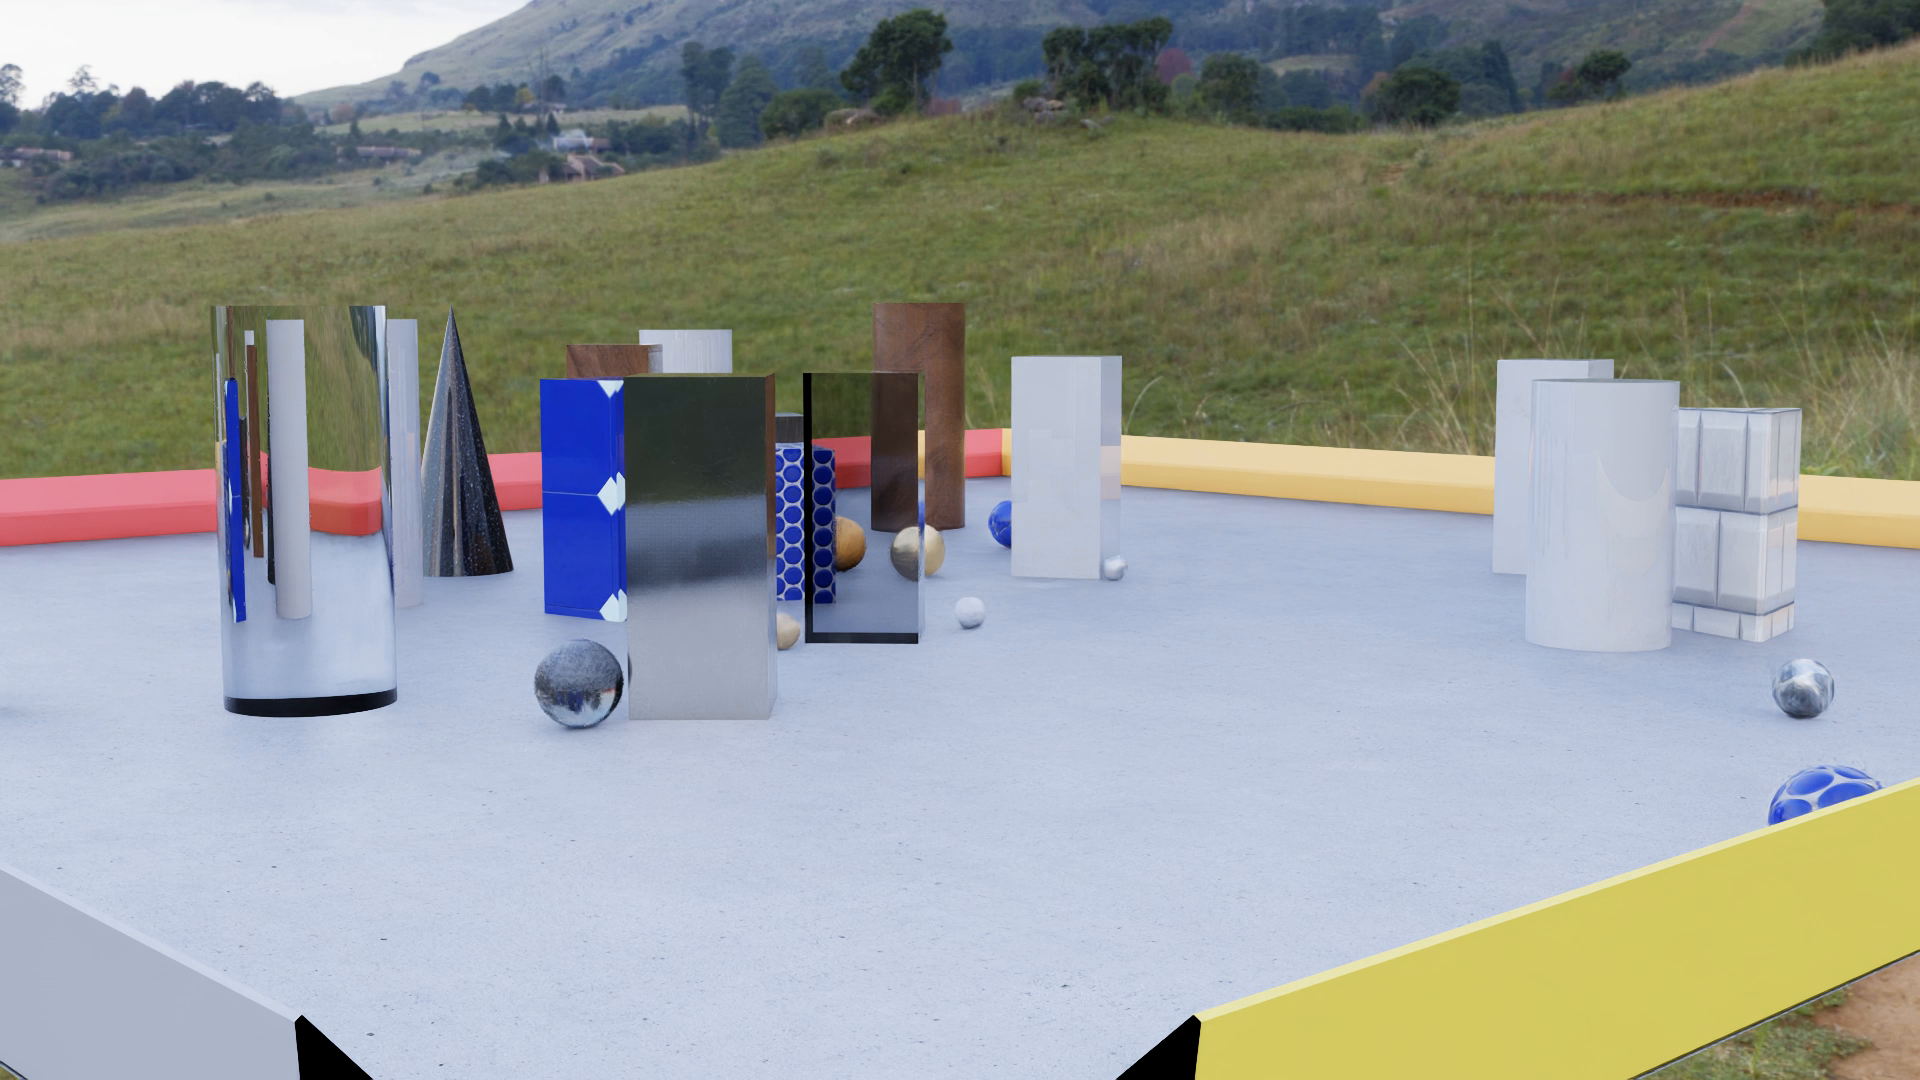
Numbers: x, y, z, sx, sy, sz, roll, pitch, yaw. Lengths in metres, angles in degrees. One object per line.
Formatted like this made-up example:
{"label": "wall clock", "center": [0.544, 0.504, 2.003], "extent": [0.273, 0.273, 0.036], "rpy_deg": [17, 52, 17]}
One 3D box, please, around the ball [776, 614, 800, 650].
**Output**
{"label": "ball", "center": [-0.232, 0.119, 2.874], "extent": [0.047, 0.047, 0.047], "rpy_deg": [0, 6, 0]}

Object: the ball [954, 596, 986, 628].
{"label": "ball", "center": [0.015, 0.101, 3.060], "extent": [0.045, 0.045, 0.045], "rpy_deg": [0, 6, 0]}

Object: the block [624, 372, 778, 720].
{"label": "block", "center": [-0.284, 0.003, 2.438], "extent": [0.151, 0.371, 0.151], "rpy_deg": [0, 6, -1]}

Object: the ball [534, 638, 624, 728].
{"label": "ball", "center": [-0.405, 0.152, 2.338], "extent": [0.094, 0.094, 0.094], "rpy_deg": [0, 6, 0]}

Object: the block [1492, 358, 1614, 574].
{"label": "block", "center": [1.002, -0.125, 3.714], "extent": [0.151, 0.357, 0.151], "rpy_deg": [4, 7, 32]}

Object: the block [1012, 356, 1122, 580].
{"label": "block", "center": [0.180, -0.126, 3.692], "extent": [0.151, 0.364, 0.151], "rpy_deg": [2, 6, 17]}

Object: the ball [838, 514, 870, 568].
{"label": "ball", "center": [-0.201, 0.002, 3.778], "extent": [0.091, 0.091, 0.091], "rpy_deg": [0, 6, 0]}

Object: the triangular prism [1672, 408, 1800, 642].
{"label": "triangular prism", "center": [1.056, -0.027, 3.029], "extent": [0.142, 0.306, 0.164], "rpy_deg": [4, 7, 34]}

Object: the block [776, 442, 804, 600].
{"label": "block", "center": [-0.278, -0.031, 3.417], "extent": [0.151, 0.231, 0.151], "rpy_deg": [-2, 6, -15]}

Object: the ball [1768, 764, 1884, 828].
{"label": "ball", "center": [0.672, 0.220, 1.694], "extent": [0.095, 0.095, 0.095], "rpy_deg": [0, 6, 0]}

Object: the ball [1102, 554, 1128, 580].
{"label": "ball", "center": [0.253, 0.045, 3.598], "extent": [0.042, 0.042, 0.042], "rpy_deg": [0, 6, 0]}

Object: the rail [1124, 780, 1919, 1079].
{"label": "rail", "center": [1.200, 0.169, 2.039], "extent": [3.617, 0.123, 0.045], "rpy_deg": [-6, 8, -42]}

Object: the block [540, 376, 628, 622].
{"label": "block", "center": [-0.502, -0.065, 3.214], "extent": [0.151, 0.342, 0.151], "rpy_deg": [4, 7, 36]}

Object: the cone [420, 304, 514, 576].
{"label": "cone", "center": [-0.855, -0.173, 3.718], "extent": [0.189, 0.451, 0.189], "rpy_deg": [0, 6, 0]}

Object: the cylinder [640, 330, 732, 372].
{"label": "cylinder", "center": [-0.563, -0.233, 4.531], "extent": [0.189, 0.399, 0.189], "rpy_deg": [0, 6, 0]}

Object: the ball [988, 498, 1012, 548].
{"label": "ball", "center": [0.099, -0.031, 4.081], "extent": [0.092, 0.092, 0.092], "rpy_deg": [0, 6, 0]}

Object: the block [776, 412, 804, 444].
{"label": "block", "center": [-0.385, -0.125, 4.279], "extent": [0.151, 0.238, 0.151], "rpy_deg": [-1, 6, -13]}

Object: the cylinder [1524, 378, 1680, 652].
{"label": "cylinder", "center": [0.855, -0.038, 2.931], "extent": [0.189, 0.348, 0.189], "rpy_deg": [0, 6, 0]}

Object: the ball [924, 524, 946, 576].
{"label": "ball", "center": [-0.068, 0.016, 3.651], "extent": [0.089, 0.089, 0.089], "rpy_deg": [0, 6, 0]}

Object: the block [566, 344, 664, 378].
{"label": "block", "center": [-0.642, -0.177, 4.113], "extent": [0.151, 0.377, 0.151], "rpy_deg": [0, 6, 2]}

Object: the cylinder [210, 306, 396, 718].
{"label": "cylinder", "center": [-0.734, -0.038, 2.467], "extent": [0.189, 0.446, 0.189], "rpy_deg": [0, 6, 0]}

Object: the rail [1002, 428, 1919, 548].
{"label": "rail", "center": [1.312, -0.095, 4.536], "extent": [0.045, 0.123, 3.587], "rpy_deg": [-6, 8, -42]}

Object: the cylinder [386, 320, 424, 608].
{"label": "cylinder", "center": [-0.907, -0.117, 3.305], "extent": [0.189, 0.427, 0.189], "rpy_deg": [0, 6, 0]}

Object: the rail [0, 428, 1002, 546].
{"label": "rail", "center": [-1.200, -0.105, 4.626], "extent": [3.617, 0.123, 0.045], "rpy_deg": [-6, 8, -42]}

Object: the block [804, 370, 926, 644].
{"label": "block", "center": [-0.128, -0.049, 2.980], "extent": [0.151, 0.359, 0.151], "rpy_deg": [0, 6, 2]}

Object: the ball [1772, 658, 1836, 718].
{"label": "ball", "center": [0.918, 0.161, 2.394], "extent": [0.065, 0.065, 0.065], "rpy_deg": [0, 6, 0]}

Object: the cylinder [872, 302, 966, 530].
{"label": "cylinder", "center": [-0.083, -0.254, 4.472], "extent": [0.189, 0.454, 0.189], "rpy_deg": [0, 6, 0]}

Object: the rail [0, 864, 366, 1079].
{"label": "rail", "center": [-1.312, 0.159, 2.128], "extent": [0.045, 0.123, 3.587], "rpy_deg": [-6, 8, -42]}
